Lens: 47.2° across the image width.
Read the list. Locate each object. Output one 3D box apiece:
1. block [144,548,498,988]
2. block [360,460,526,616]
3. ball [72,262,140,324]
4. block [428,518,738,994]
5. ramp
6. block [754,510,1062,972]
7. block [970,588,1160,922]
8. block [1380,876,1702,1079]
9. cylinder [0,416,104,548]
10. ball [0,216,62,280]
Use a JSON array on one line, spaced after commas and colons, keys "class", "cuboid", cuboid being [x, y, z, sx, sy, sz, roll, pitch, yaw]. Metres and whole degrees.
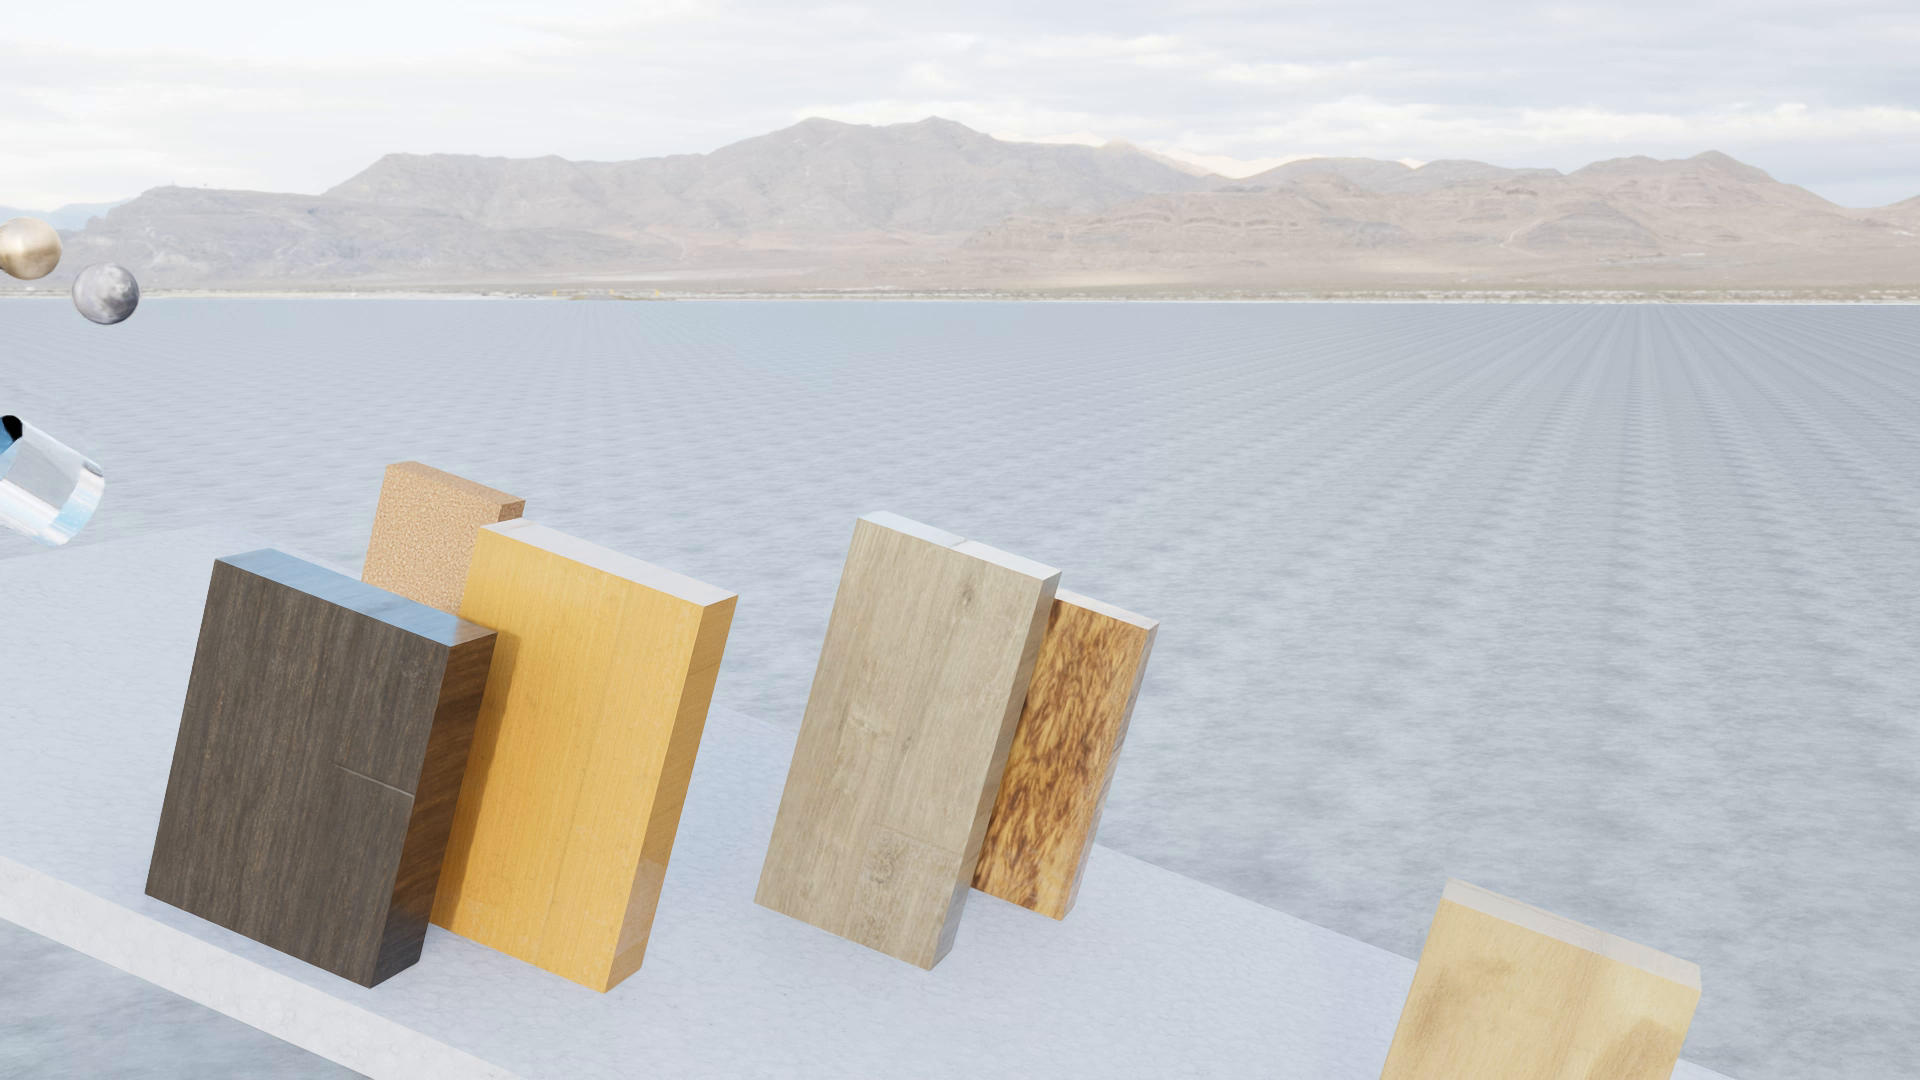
[{"class": "block", "cuboid": [-1.015, 0.355, 3.482, 0.425, 0.570, 0.145, 19, 12, 14]}, {"class": "block", "cuboid": [-1.121, 0.117, 4.656, 0.276, 0.504, 0.105, 19, 12, 14]}, {"class": "ball", "cuboid": [-1.718, -0.496, 4.423, 0.126, 0.126, 0.126, 0, 7, 0]}, {"class": "block", "cuboid": [-0.665, 0.355, 3.675, 0.413, 0.681, 0.141, 19, 12, 14]}, {"class": "ramp", "cuboid": [-0.376, 0.733, 4.239, 4.000, 0.100, 2.000, 19, 12, 14]}, {"class": "block", "cuboid": [-0.102, 0.372, 4.121, 0.366, 0.773, 0.138, 19, 12, 14]}, {"class": "block", "cuboid": [0.127, 0.415, 4.565, 0.397, 0.641, 0.111, 19, 12, 14]}, {"class": "block", "cuboid": [0.877, 0.883, 3.490, 0.405, 0.575, 0.132, 19, 12, 14]}, {"class": "cylinder", "cuboid": [-1.857, -0.116, 4.388, 0.196, 0.196, 0.196, 5, -23, 38]}, {"class": "ball", "cuboid": [-1.914, -0.598, 4.512, 0.131, 0.131, 0.131, 0, 7, 0]}]
